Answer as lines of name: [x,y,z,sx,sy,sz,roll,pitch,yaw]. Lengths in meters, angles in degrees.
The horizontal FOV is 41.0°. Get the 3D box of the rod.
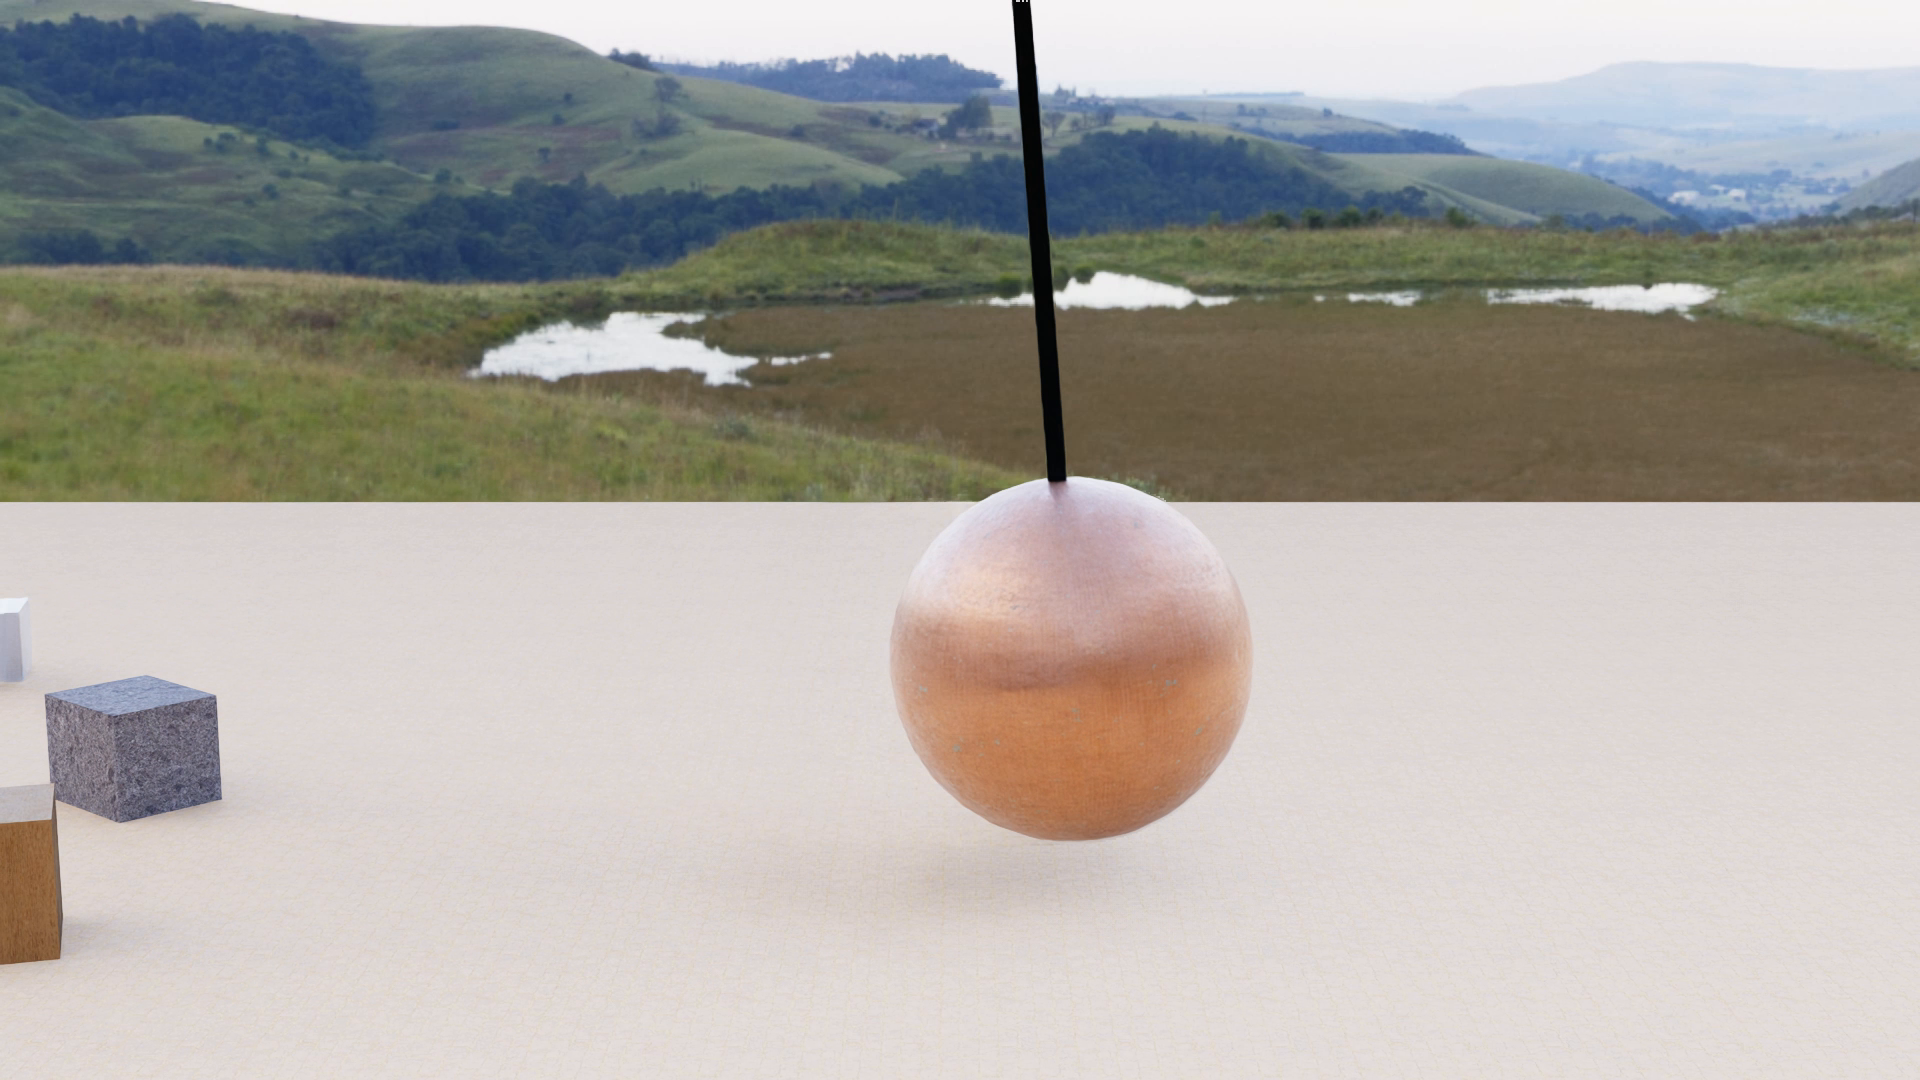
rod: [0.211,-2.812,10.669,0.080,5.200,0.080,-5,10,1]

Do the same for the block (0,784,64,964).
block: [-3.967,1.365,10.429,0.563,0.583,0.555,-3,11,-18]

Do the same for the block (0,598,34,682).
block: [-5.737,0.595,15.132,0.435,0.415,0.430,-2,11,-12]

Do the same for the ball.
ball: [0.488,0.522,11.275,1.600,1.600,1.600,0,10,0]

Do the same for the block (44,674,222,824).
block: [-4.039,1.011,12.538,0.642,0.524,0.551,9,14,41]
